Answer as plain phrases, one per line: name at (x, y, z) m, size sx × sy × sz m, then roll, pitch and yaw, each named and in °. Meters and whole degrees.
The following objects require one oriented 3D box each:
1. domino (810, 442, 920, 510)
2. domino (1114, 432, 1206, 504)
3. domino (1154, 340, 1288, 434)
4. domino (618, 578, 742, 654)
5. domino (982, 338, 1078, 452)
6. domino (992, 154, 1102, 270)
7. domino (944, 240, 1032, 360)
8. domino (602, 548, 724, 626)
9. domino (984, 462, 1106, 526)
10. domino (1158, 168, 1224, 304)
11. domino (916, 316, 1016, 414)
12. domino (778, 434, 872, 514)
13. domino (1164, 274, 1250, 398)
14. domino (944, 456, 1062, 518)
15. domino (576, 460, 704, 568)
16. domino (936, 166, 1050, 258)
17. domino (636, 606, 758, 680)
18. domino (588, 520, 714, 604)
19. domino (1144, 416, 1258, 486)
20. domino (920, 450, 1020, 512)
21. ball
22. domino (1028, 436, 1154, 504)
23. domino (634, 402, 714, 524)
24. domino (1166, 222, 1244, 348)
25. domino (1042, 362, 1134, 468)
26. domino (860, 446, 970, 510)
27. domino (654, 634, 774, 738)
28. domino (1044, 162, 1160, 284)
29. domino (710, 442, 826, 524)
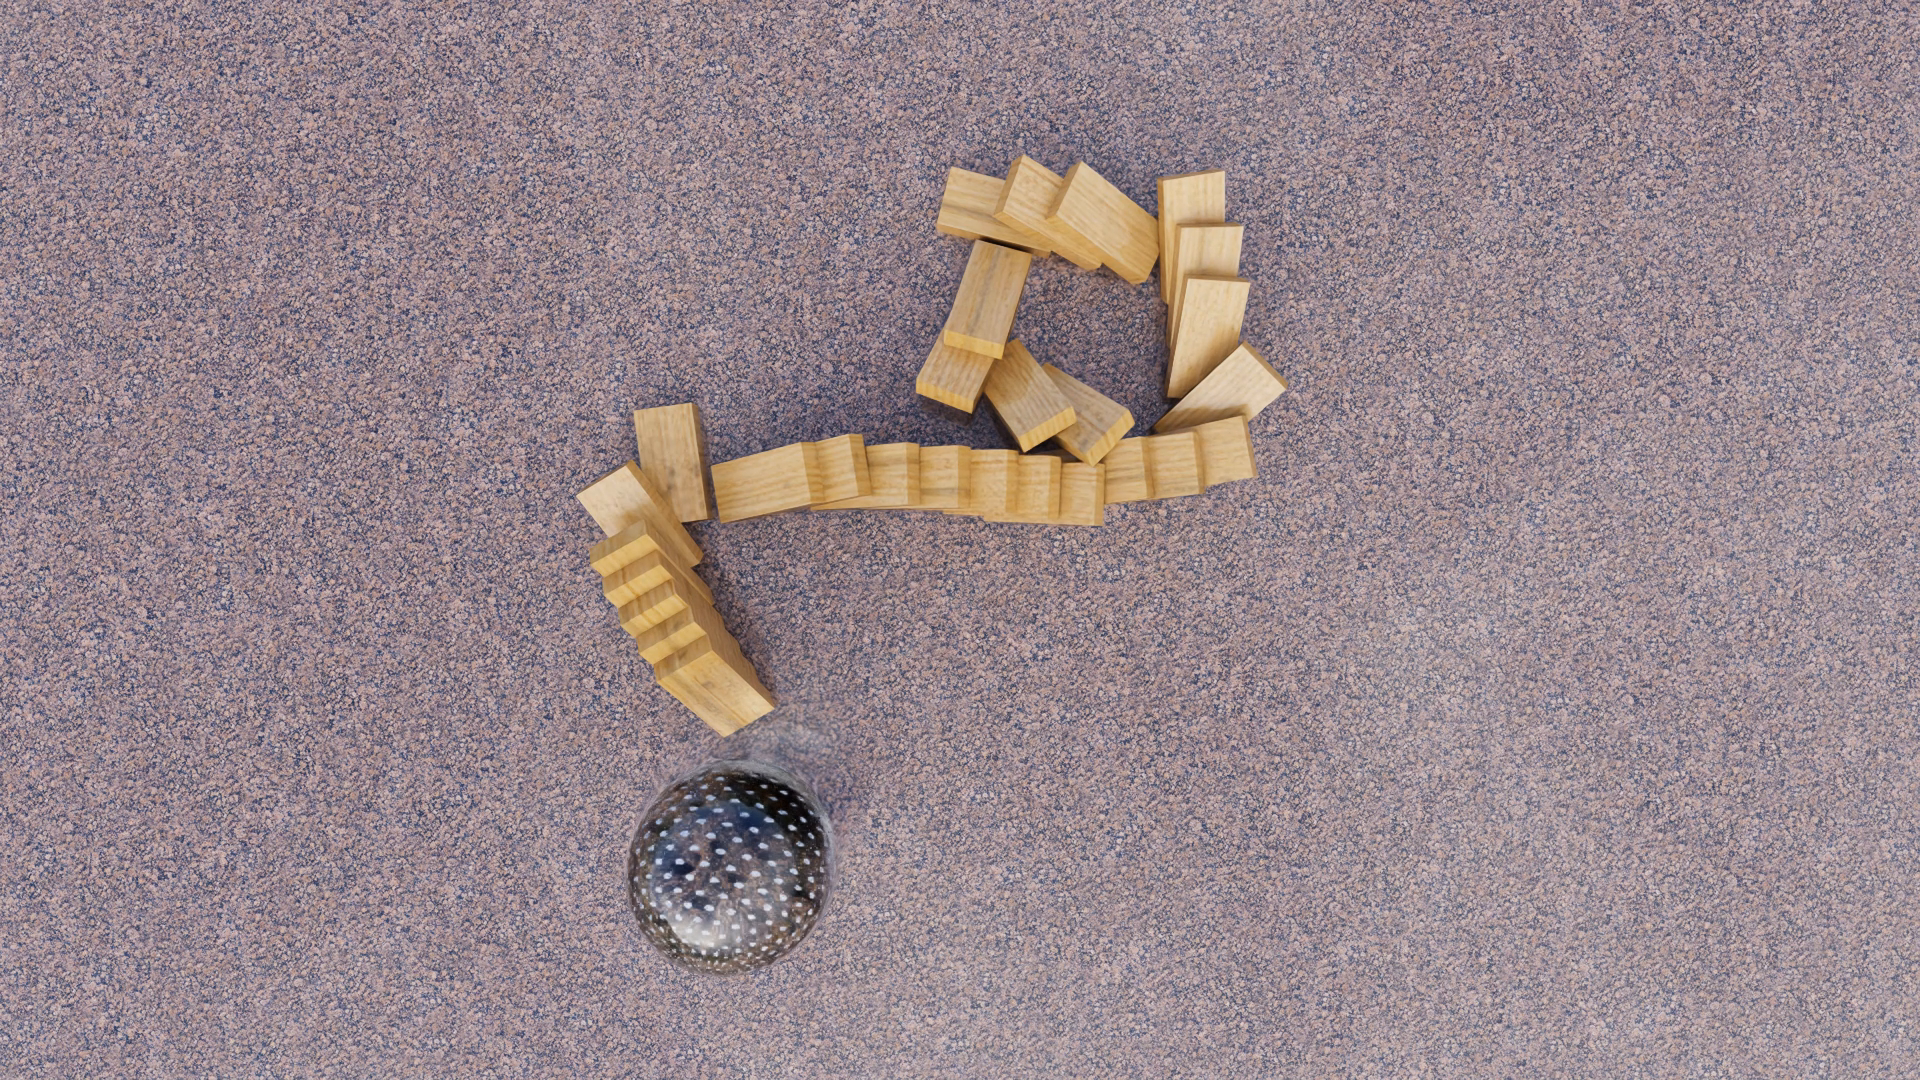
domino at (-0.040, -0.026, 0.383) m, size 0.050 × 0.009 × 0.025 m, roll -2°, pitch 90°, yaw 30°
domino at (0.075, -0.029, 0.383) m, size 0.050 × 0.009 × 0.025 m, roll -6°, pitch 92°, yaw 29°
domino at (0.108, -0.056, 0.382) m, size 0.025 × 0.010 × 0.050 m, roll 45°, pitch 125°, yaw 0°
domino at (-0.115, 0.039, 0.378) m, size 0.025 × 0.050 × 0.009 m, roll -30°, pitch 47°, yaw 0°
domino at (0.025, -0.061, 0.381) m, size 0.025 × 0.009 × 0.050 m, roll -30°, pitch 52°, yaw 0°
domino at (0.041, -0.137, 0.385) m, size 0.050 × 0.009 × 0.025 m, roll 21°, pitch 87°, yaw -25°
domino at (0.012, -0.101, 0.385) m, size 0.025 × 0.009 × 0.050 m, roll 16°, pitch 65°, yaw 3°
domino at (-0.121, 0.027, 0.378) m, size 0.025 × 0.050 × 0.009 m, roll -29°, pitch 47°, yaw 0°
domino at (0.035, -0.020, 0.383) m, size 0.050 × 0.009 × 0.025 m, roll 3°, pitch 92°, yaw 30°
domino at (0.097, -0.127, 0.384) m, size 0.025 × 0.010 × 0.050 m, roll -9°, pitch 118°, yaw 0°
domino at (0.003, -0.079, 0.384) m, size 0.025 × 0.010 × 0.050 m, roll 22°, pitch 65°, yaw 6°
domino at (-0.062, -0.027, 0.384) m, size 0.050 × 0.010 × 0.025 m, roll -9°, pitch 90°, yaw 30°
domino at (0.103, -0.084, 0.384) m, size 0.025 × 0.009 × 0.050 m, roll 4°, pitch 118°, yaw 0°
domino at (0.017, -0.022, 0.382) m, size 0.050 × 0.009 × 0.025 m, roll 4°, pitch 92°, yaw 33°
domino at (-0.134, -0.006, 0.385) m, size 0.025 × 0.010 × 0.050 m, roll -29°, pitch 111°, yaw 8°
domino at (0.017, -0.141, 0.395) m, size 0.050 × 0.009 × 0.025 m, roll 14°, pitch 90°, yaw 0°
domino at (-0.107, 0.050, 0.379) m, size 0.025 × 0.050 × 0.010 m, roll -30°, pitch 47°, yaw 0°
domino at (-0.126, 0.016, 0.379) m, size 0.025 × 0.050 × 0.009 m, roll -29°, pitch 47°, yaw 0°
domino at (0.096, -0.034, 0.383) m, size 0.050 × 0.010 × 0.025 m, roll -10°, pitch 93°, yaw 30°
domino at (0.000, -0.025, 0.381) m, size 0.050 × 0.010 × 0.025 m, roll 3°, pitch 92°, yaw 33°
ball at (-0.089, 0.127, 0.360) m, size 0.080 × 0.080 × 0.080 m, roll 0°, pitch 90°, yaw 0°
domino at (0.054, -0.027, 0.384) m, size 0.050 × 0.009 × 0.025 m, roll -6°, pitch 90°, yaw 29°
domino at (-0.123, -0.032, 0.395) m, size 0.025 × 0.009 × 0.050 m, roll -8°, pitch 90°, yaw 0°
domino at (0.102, -0.106, 0.384) m, size 0.025 × 0.010 × 0.050 m, roll -1°, pitch 119°, yaw 0°
domino at (0.045, -0.053, 0.379) m, size 0.025 × 0.009 × 0.050 m, roll -46°, pitch 51°, yaw -5°
domino at (-0.019, -0.026, 0.383) m, size 0.050 × 0.009 × 0.025 m, roll 1°, pitch 90°, yaw 33°
domino at (-0.101, 0.061, 0.379) m, size 0.025 × 0.050 × 0.009 m, roll -30°, pitch 47°, yaw 0°
domino at (0.062, -0.132, 0.384) m, size 0.050 × 0.010 × 0.025 m, roll 28°, pitch 85°, yaw -24°
domino at (-0.081, -0.024, 0.384) m, size 0.050 × 0.009 × 0.025 m, roll -10°, pitch 90°, yaw 30°
